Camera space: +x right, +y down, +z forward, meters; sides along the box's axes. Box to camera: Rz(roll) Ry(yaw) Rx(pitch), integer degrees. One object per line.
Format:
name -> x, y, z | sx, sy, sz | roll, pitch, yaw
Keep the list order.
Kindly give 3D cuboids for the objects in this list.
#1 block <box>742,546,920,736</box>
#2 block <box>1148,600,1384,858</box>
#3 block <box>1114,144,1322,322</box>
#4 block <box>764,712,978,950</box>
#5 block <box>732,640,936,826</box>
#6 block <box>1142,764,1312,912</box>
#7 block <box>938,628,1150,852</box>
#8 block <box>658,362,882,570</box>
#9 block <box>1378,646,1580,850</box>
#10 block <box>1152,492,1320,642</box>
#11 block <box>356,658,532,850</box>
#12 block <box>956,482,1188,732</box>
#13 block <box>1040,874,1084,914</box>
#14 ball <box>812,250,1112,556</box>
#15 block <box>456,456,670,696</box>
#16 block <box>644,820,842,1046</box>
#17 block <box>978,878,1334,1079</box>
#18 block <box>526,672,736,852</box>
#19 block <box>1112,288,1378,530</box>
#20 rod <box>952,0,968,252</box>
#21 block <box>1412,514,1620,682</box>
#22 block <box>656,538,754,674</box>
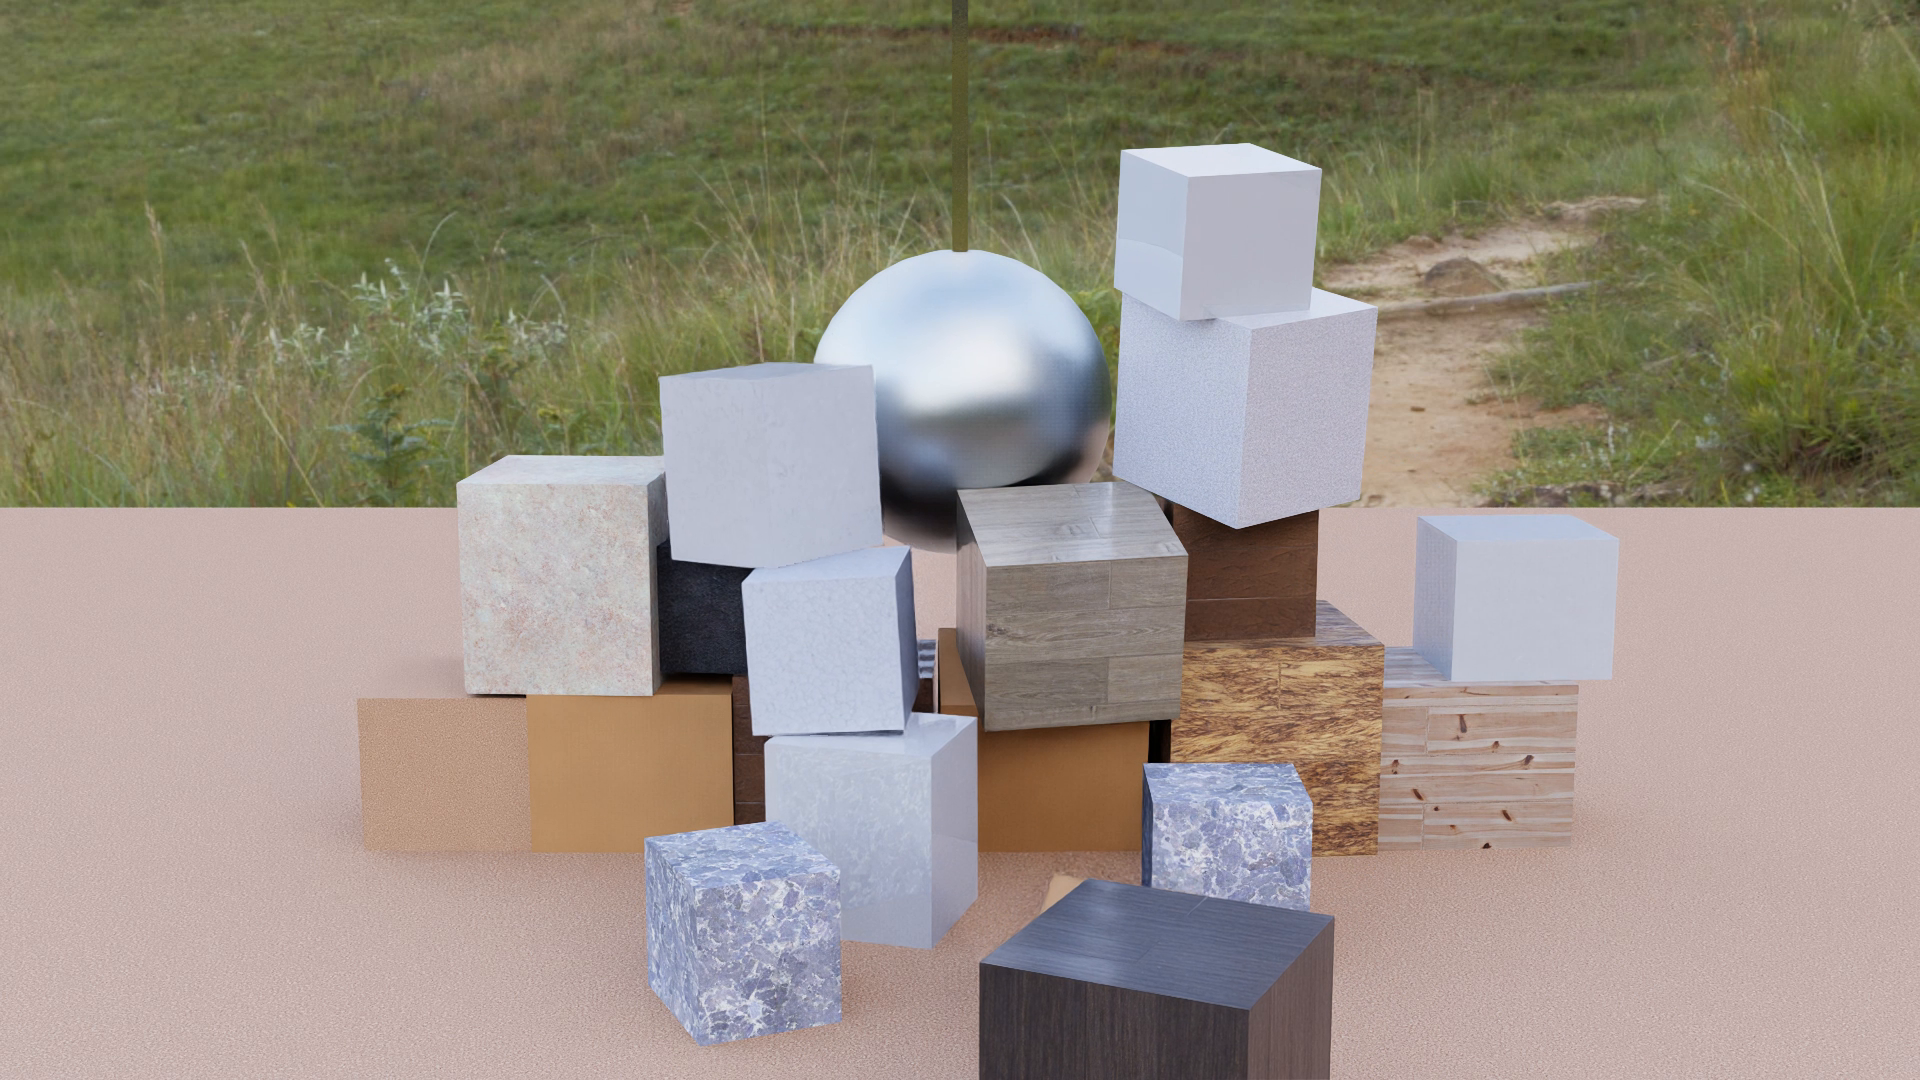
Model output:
block -> -0.581, 0.452, 10.190 | 0.683, 0.694, 0.850 | -3, 9, 4
block -> 1.495, 0.955, 11.312 | 1.053, 1.074, 1.084 | -1, 10, -6
block -> 1.211, -1.473, 10.437 | 0.700, 0.669, 0.670 | -7, 22, -22
block -> -0.392, 1.289, 10.023 | 0.774, 0.876, 0.700 | 3, 11, 17
block -> -0.623, 1.042, 11.336 | 0.987, 0.894, 0.851 | 0, 10, 1
block -> 1.157, 1.424, 9.662 | 0.673, 0.741, 0.613 | 0, 10, 1
block -> 0.402, 1.006, 11.207 | 1.017, 0.834, 0.846 | 0, 24, -1
block -> -0.896, -0.372, 10.485 | 0.692, 0.872, 0.741 | 5, 12, 40
block -> 2.541, 1.059, 11.397 | 1.009, 0.839, 0.888 | -1, 10, -4
block -> 1.347, 0.092, 11.142 | 0.735, 0.686, 0.709 | -2, 10, -9
block -> -2.562, 1.090, 11.376 | 0.842, 0.784, 0.877 | 0, 10, 0
block -> 0.518, 0.304, 10.705 | 0.947, 0.860, 0.917 | -3, 24, -8
block -> 0.581, 1.704, 8.406 | 0.592, 0.576, 0.658 | 8, 11, 8
ball -> 0.000, -0.720, 11.538 | 1.600, 1.600, 1.600 | 0, 10, 0
block -> -1.948, 0.160, 11.208 | 0.934, 1.050, 0.962 | 1, 10, 3
block -> -0.896, 1.592, 9.010 | 0.595, 0.644, 0.710 | -5, 11, -24
block -> 0.680, 1.762, 7.468 | 0.922, 0.860, 0.929 | 5, 11, 25
block -> -1.630, 1.078, 11.362 | 1.010, 0.813, 0.929 | 0, 10, 0
block -> 1.381, -0.720, 10.780 | 0.815, 0.972, 0.924 | -13, 25, -34
rod -> 0.000, -4.006, 10.664 | 0.080, 5.200, 0.080 | 0, 15, 0
block -> 2.839, 0.287, 11.301 | 0.819, 0.716, 0.723 | -1, 10, -4
block -> -1.106, 0.293, 11.185 | 0.690, 0.634, 0.661 | 1, 10, 9
